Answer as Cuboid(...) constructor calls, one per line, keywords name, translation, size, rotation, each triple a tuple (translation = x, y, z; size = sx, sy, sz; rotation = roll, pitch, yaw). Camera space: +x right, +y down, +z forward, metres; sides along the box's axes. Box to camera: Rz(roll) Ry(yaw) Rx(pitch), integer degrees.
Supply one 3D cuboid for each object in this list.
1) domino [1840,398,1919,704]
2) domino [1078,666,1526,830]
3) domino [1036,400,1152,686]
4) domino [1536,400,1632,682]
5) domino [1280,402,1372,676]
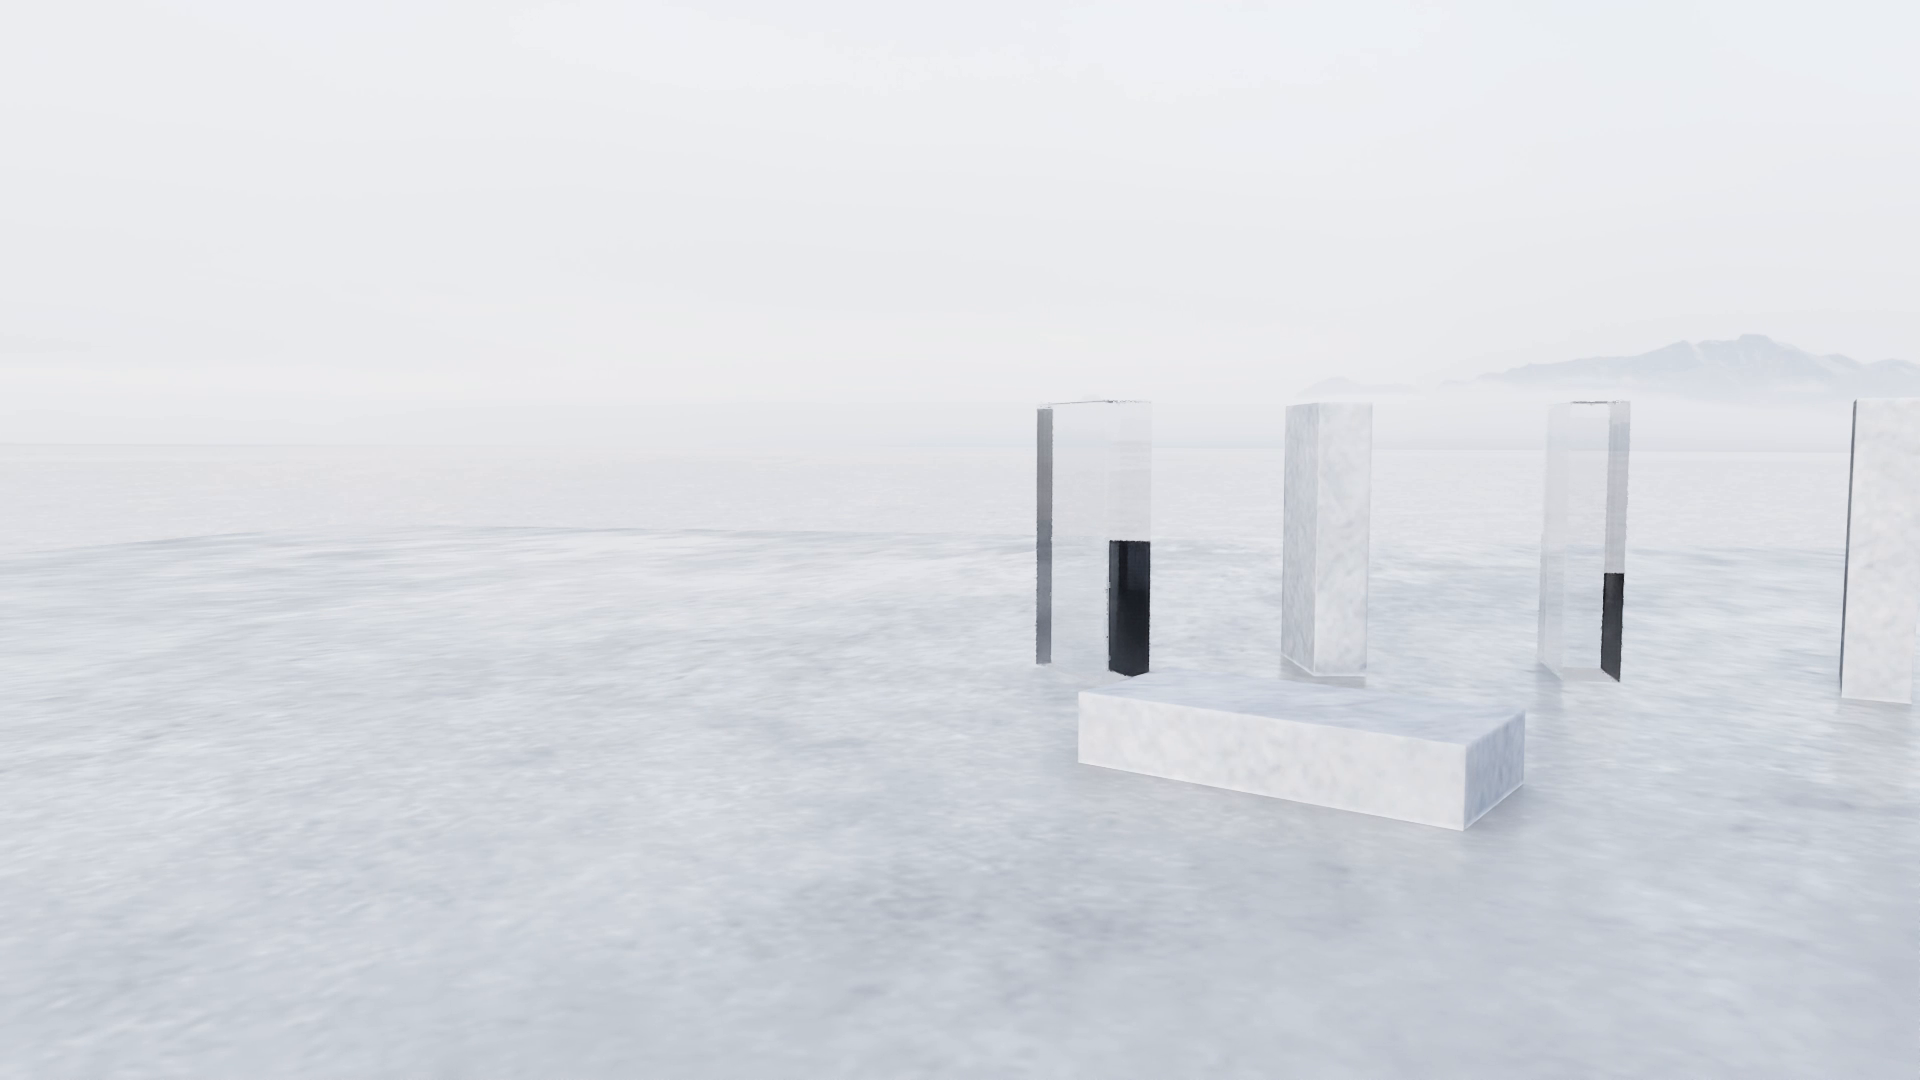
Cuboid(name="domino", translation=(0.159, 0.001, 0.221), size=(0.010, 0.050, 0.025), rotation=(3, 5, 33))
Cuboid(name="domino", translation=(0.043, 0.025, 0.166), size=(0.050, 0.009, 0.025), rotation=(3, 5, 38))
Cuboid(name="domino", translation=(0.024, 0.000, 0.237), size=(0.010, 0.050, 0.025), rotation=(-2, 5, -25))
Cuboid(name="domino", translation=(0.116, 0.000, 0.240), size=(0.010, 0.050, 0.025), rotation=(1, 4, 14))
Cuboid(name="domino", translation=(0.070, -0.001, 0.246), size=(0.009, 0.050, 0.025), rotation=(0, 4, 0))
